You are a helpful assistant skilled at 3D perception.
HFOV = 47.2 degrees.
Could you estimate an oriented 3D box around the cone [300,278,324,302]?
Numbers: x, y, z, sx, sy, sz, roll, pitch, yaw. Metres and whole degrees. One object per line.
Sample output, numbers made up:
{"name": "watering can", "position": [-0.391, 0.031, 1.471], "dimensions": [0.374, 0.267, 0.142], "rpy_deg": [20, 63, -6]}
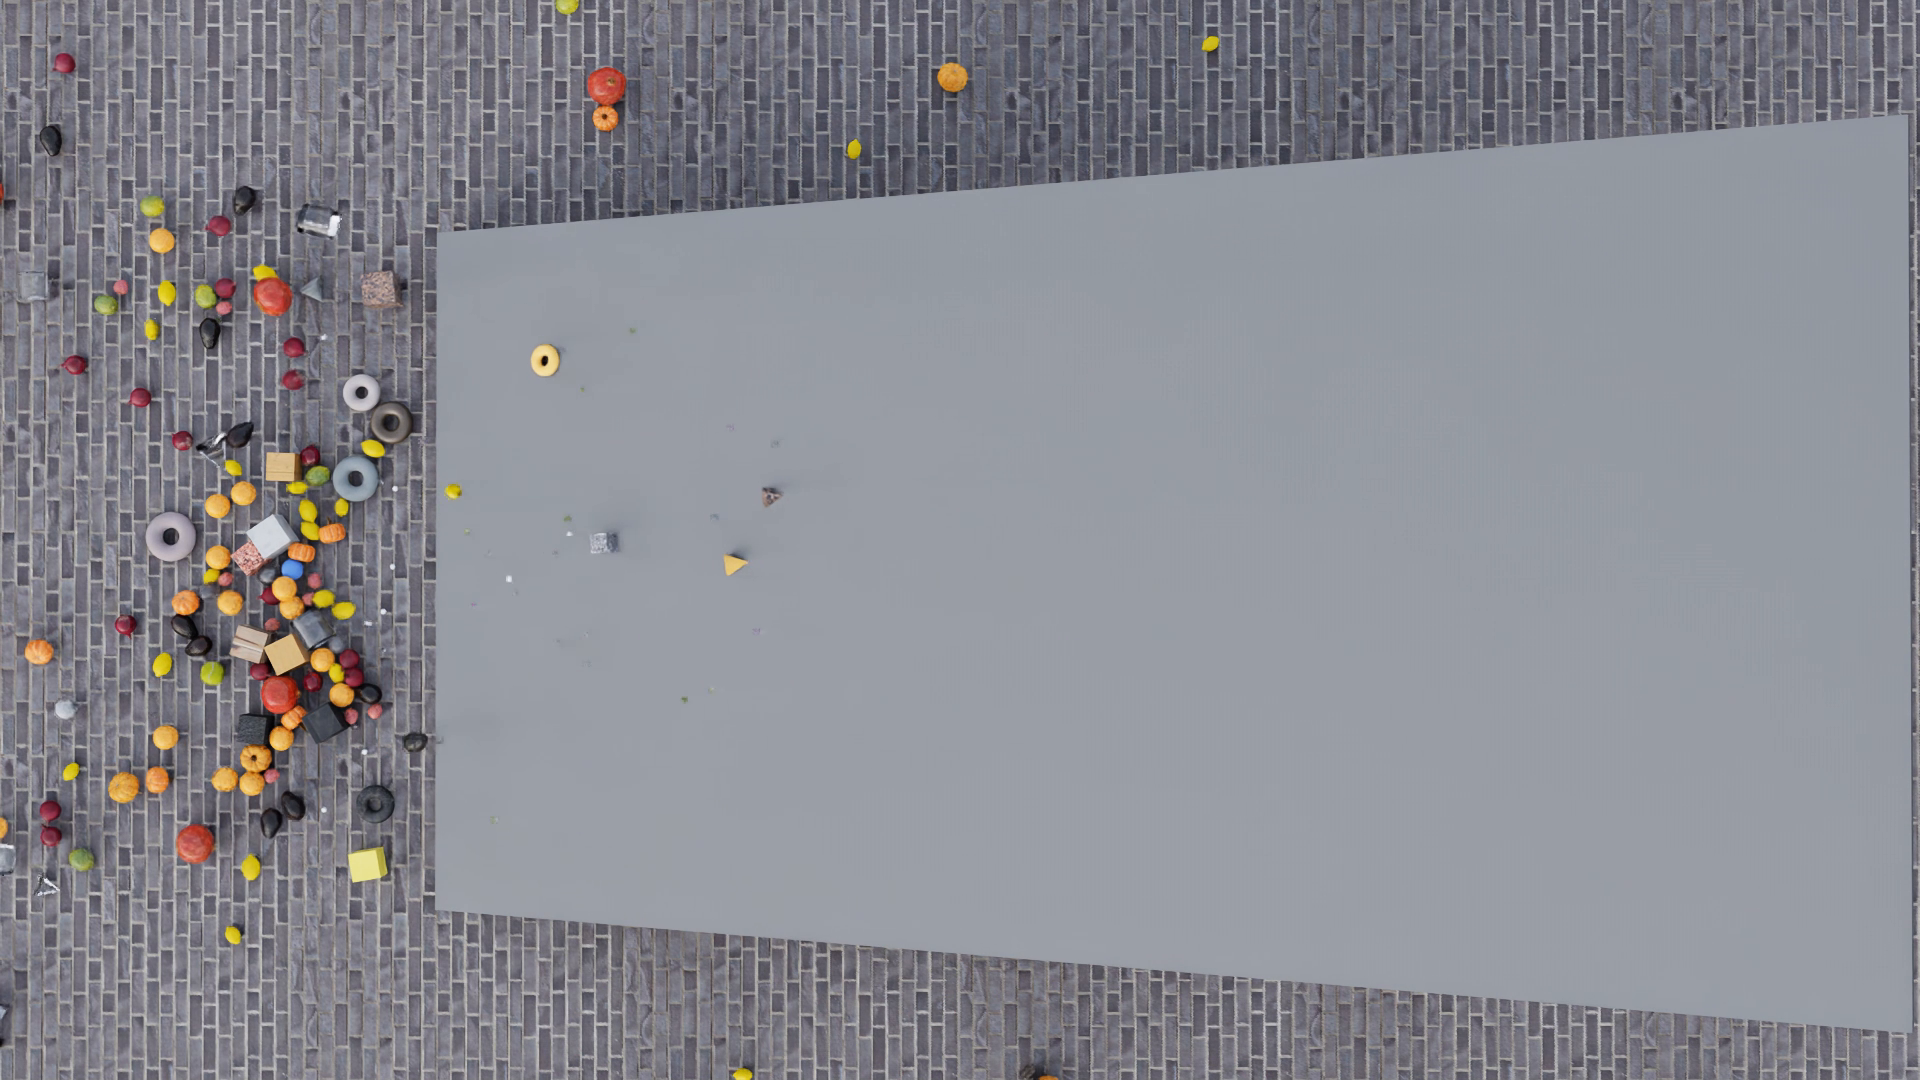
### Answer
{"name": "cone", "position": [-1.925, -0.737, 6.581], "dimensions": [0.067, 0.067, 0.067], "rpy_deg": [-35, 116, 0]}

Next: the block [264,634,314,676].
{"name": "block", "position": [-1.994, 0.339, 6.538], "dimensions": [0.092, 0.092, 0.092], "rpy_deg": [-26, 89, 0]}

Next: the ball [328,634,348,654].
{"name": "ball", "position": [-1.855, 0.311, 6.556], "dimensions": [0.056, 0.056, 0.056], "rpy_deg": [0, 89, 0]}

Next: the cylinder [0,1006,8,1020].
{"name": "cylinder", "position": [-2.878, 1.404, 6.545], "dimensions": [0.054, 0.054, 0.054], "rpy_deg": [31, 89, 0]}

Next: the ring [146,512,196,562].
{"name": "ring", "position": [-2.355, -0.011, 6.563], "dimensions": [0.150, 0.050, 0.150], "rpy_deg": [0, 88, 0]}

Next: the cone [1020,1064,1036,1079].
{"name": "cone", "position": [0.217, 1.600, 6.557], "dimensions": [0.053, 0.053, 0.053], "rpy_deg": [-37, 116, 0]}

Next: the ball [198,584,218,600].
{"name": "ball", "position": [-2.243, 0.155, 6.559], "dimensions": [0.053, 0.053, 0.053], "rpy_deg": [0, 89, 0]}

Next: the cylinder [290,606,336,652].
{"name": "cylinder", "position": [-1.924, 0.265, 6.537], "dimensions": [0.096, 0.096, 0.096], "rpy_deg": [-33, 89, 0]}

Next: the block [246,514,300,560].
{"name": "block", "position": [-2.042, -0.010, 6.540], "dimensions": [0.095, 0.095, 0.095], "rpy_deg": [-34, 89, 0]}

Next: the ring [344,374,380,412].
{"name": "ring", "position": [-1.788, -0.440, 6.574], "dimensions": [0.112, 0.037, 0.112], "rpy_deg": [0, 88, -1]}

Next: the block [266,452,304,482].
{"name": "block", "position": [-2.011, -0.216, 6.549], "dimensions": [0.082, 0.082, 0.082], "rpy_deg": [2, 89, 0]}

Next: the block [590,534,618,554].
{"name": "block", "position": [-1.005, 0.010, 6.211], "dimensions": [0.054, 0.054, 0.054], "rpy_deg": [-5, 87, 25]}

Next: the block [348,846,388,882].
{"name": "block", "position": [-1.759, 0.964, 6.535], "dimensions": [0.083, 0.083, 0.083], "rpy_deg": [-10, 89, 0]}

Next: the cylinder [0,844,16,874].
{"name": "cylinder", "position": [-2.850, 0.949, 6.539], "dimensions": [0.076, 0.076, 0.076], "rpy_deg": [7, 92, 0]}

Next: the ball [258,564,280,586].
{"name": "ball", "position": [-2.059, 0.104, 6.553], "dimensions": [0.066, 0.066, 0.066], "rpy_deg": [0, 89, 0]}

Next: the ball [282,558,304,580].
{"name": "ball", "position": [-1.990, 0.088, 6.554], "dimensions": [0.065, 0.065, 0.065], "rpy_deg": [0, 89, 0]}

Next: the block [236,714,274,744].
{"name": "block", "position": [-2.095, 0.562, 6.541], "dimensions": [0.080, 0.080, 0.080], "rpy_deg": [6, 89, 0]}

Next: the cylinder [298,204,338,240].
{"name": "cylinder", "position": [-1.912, -0.948, 6.552], "dimensions": [0.092, 0.092, 0.092], "rpy_deg": [13, 89, 0]}

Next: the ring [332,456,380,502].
{"name": "ring", "position": [-1.804, -0.183, 6.567], "dimensions": [0.139, 0.046, 0.139], "rpy_deg": [0, 91, -1]}

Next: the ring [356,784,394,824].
{"name": "ring", "position": [-1.744, 0.788, 6.560], "dimensions": [0.116, 0.039, 0.116], "rpy_deg": [0, 91, 0]}

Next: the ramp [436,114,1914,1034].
{"name": "ramp", "position": [0.282, 0.081, 5.687], "dimensions": [4.000, 0.100, 2.000], "rpy_deg": [0, 89, 25]}

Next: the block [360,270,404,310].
{"name": "block", "position": [-1.721, -0.744, 6.549], "dimensions": [0.094, 0.094, 0.094], "rpy_deg": [-7, 89, 0]}

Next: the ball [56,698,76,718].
{"name": "ball", "position": [-2.663, 0.503, 6.552], "dimensions": [0.060, 0.060, 0.060], "rpy_deg": [0, 89, 0]}

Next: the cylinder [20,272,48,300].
{"name": "cylinder", "position": [-2.764, -0.759, 6.559], "dimensions": [0.076, 0.076, 0.076], "rpy_deg": [-3, 89, 0]}

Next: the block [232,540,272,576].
{"name": "block", "position": [-2.107, 0.052, 6.549], "dimensions": [0.075, 0.075, 0.075], "rpy_deg": [-39, 89, 0]}

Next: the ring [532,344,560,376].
{"name": "ring", "position": [-1.192, -0.516, 6.318], "dimensions": [0.092, 0.031, 0.092], "rpy_deg": [0, 89, 24]}

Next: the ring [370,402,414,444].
{"name": "ring", "position": [-1.698, -0.351, 6.571], "dimensions": [0.129, 0.043, 0.129], "rpy_deg": [0, 91, 0]}

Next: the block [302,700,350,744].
{"name": "block", "position": [-1.884, 0.541, 6.536], "dimensions": [0.090, 0.090, 0.090], "rpy_deg": [-31, 89, 0]}

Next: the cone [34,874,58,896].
{"name": "cone", "position": [-2.718, 1.038, 6.561], "dimensions": [0.067, 0.067, 0.067], "rpy_deg": [19, 89, -26]}

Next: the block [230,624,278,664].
{"name": "block", "position": [-2.101, 0.309, 6.538], "dimensions": [0.091, 0.091, 0.091], "rpy_deg": [17, 89, 0]}
